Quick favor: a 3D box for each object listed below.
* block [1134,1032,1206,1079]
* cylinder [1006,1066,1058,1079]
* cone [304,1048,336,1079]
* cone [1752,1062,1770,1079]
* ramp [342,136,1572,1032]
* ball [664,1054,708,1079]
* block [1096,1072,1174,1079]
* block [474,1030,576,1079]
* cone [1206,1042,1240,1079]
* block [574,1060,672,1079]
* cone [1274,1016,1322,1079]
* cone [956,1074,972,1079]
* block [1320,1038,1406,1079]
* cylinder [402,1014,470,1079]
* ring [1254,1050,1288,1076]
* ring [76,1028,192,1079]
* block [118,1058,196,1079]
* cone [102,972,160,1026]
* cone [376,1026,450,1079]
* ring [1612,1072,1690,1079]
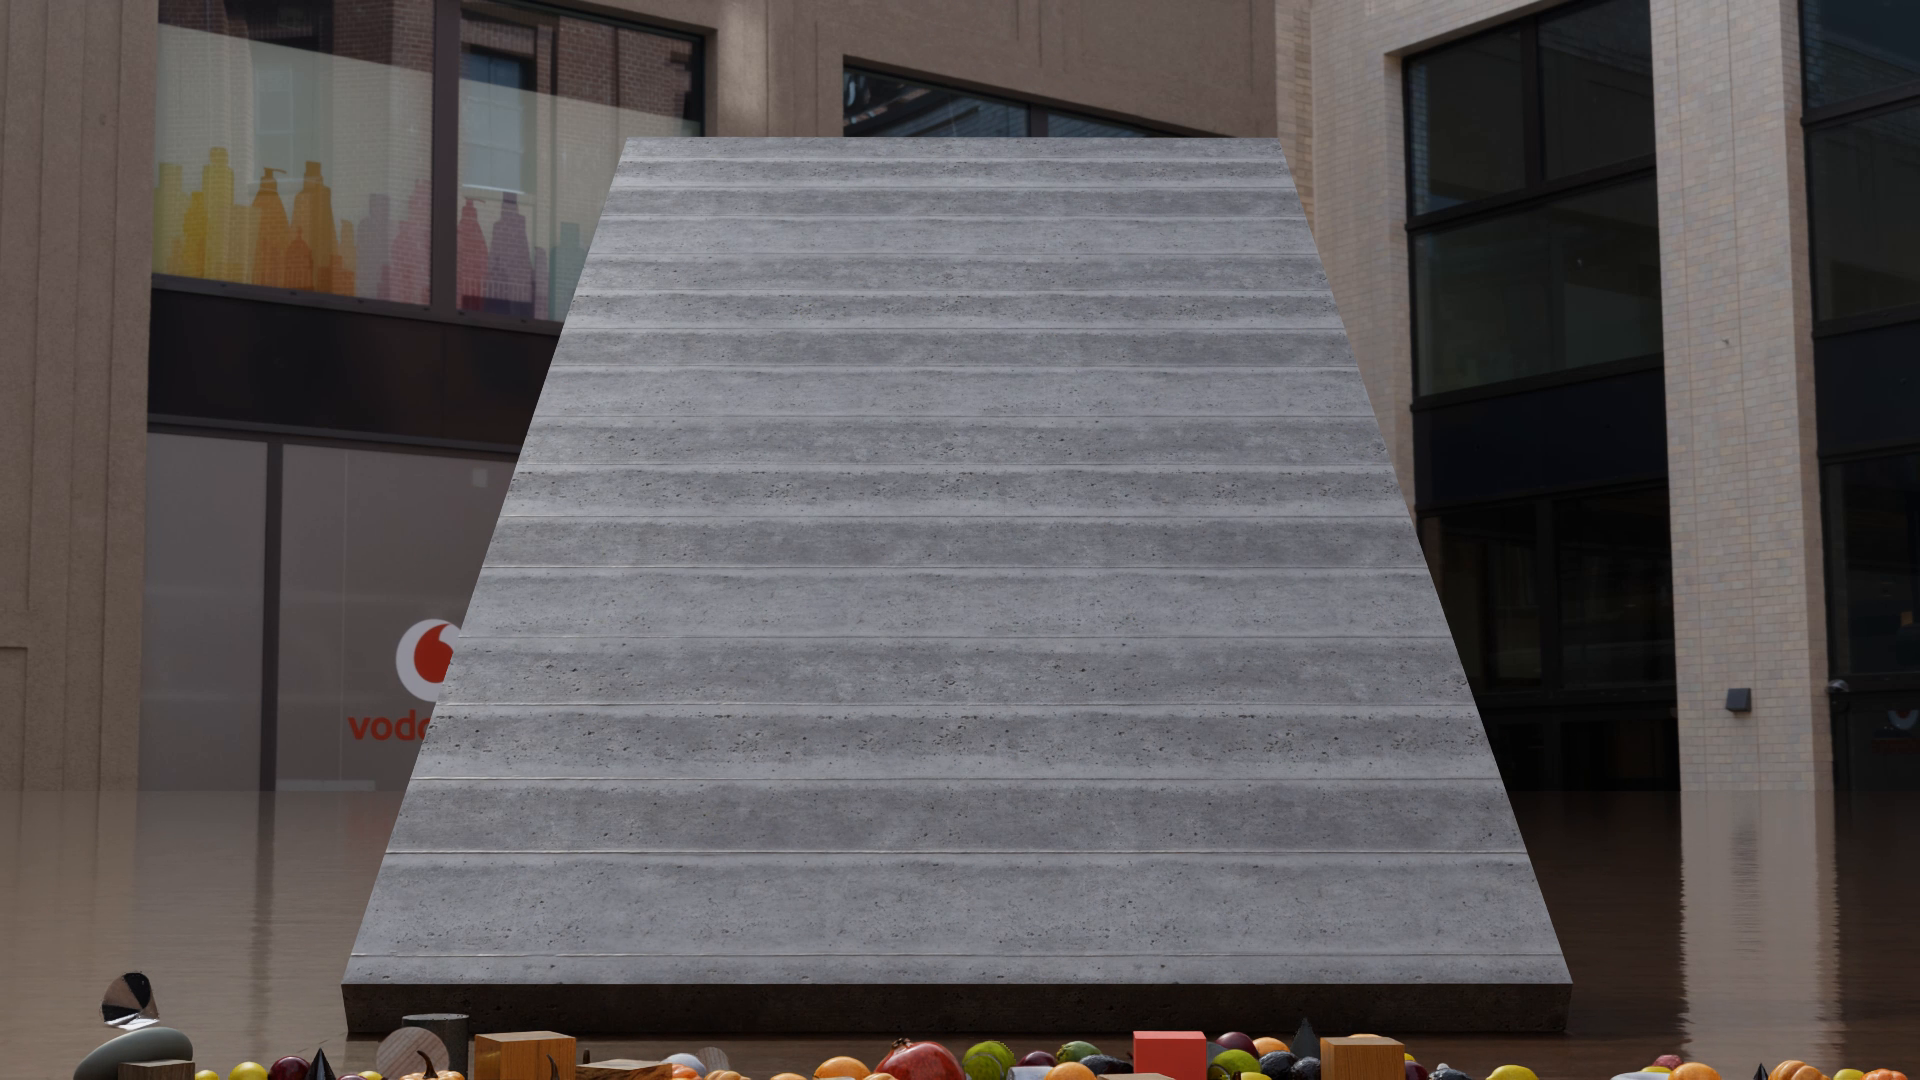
[{"bbox_3d":[0.265,0.671,3.043,0.088,0.088,0.088,0,-6,2],"label":"block"},{"bbox_3d":[0.090,0.683,2.992,0.053,0.053,0.053,1,-6,-13],"label":"cylinder"},{"bbox_3d":[-0.814,0.680,3.058,0.072,0.072,0.072,0,-6,0],"label":"cone"},{"bbox_3d":[0.958,0.661,2.873,0.073,0.073,0.073,0,-6,0],"label":"cone"},{"bbox_3d":[-0.013,-0.215,5.673,2.000,0.100,4.000,0,29,0],"label":"ramp"},{"bbox_3d":[-0.349,0.677,3.008,0.068,0.068,0.068,0,-6,0],"label":"ball"},{"bbox_3d":[0.201,0.646,2.727,0.073,0.073,0.073,1,-6,-14],"label":"block"},{"bbox_3d":[-0.536,0.658,2.957,0.095,0.095,0.095,3,-7,-30],"label":"block"},{"bbox_3d":[0.312,0.707,3.138,0.079,0.079,0.079,3,-33,-27],"label":"cone"},{"bbox_3d":[-0.391,0.649,2.792,0.080,0.080,0.080,-3,-7,30],"label":"block"},{"bbox_3d":[0.470,0.693,3.268,0.090,0.090,0.090,0,-6,0],"label":"cone"},{"bbox_3d":[0.019,0.697,2.987,0.052,0.052,0.052,31,-18,-21],"label":"cone"},{"bbox_3d":[0.499,0.665,2.979,0.087,0.087,0.087,0,-6,-2],"label":"block"},{"bbox_3d":[-0.712,0.692,3.262,0.090,0.090,0.090,0,-6,0],"label":"cylinder"},{"bbox_3d":[0.456,0.733,3.363,0.087,0.029,0.087,1,-4,0],"label":"ring"},{"bbox_3d":[-1.038,0.662,3.020,0.147,0.049,0.147,-25,-24,-12],"label":"ring"},{"bbox_3d":[-0.984,0.673,2.945,0.065,0.065,0.065,-5,-7,38],"label":"block"},{"bbox_3d":[-1.392,0.801,4.100,0.096,0.096,0.096,-2,-33,22],"label":"cone"},{"bbox_3d":[-0.735,0.709,3.194,0.095,0.095,0.095,3,-33,-24],"label":"cone"},{"bbox_3d":[0.871,0.693,3.019,0.116,0.039,0.116,0,-4,0],"label":"ring"}]
